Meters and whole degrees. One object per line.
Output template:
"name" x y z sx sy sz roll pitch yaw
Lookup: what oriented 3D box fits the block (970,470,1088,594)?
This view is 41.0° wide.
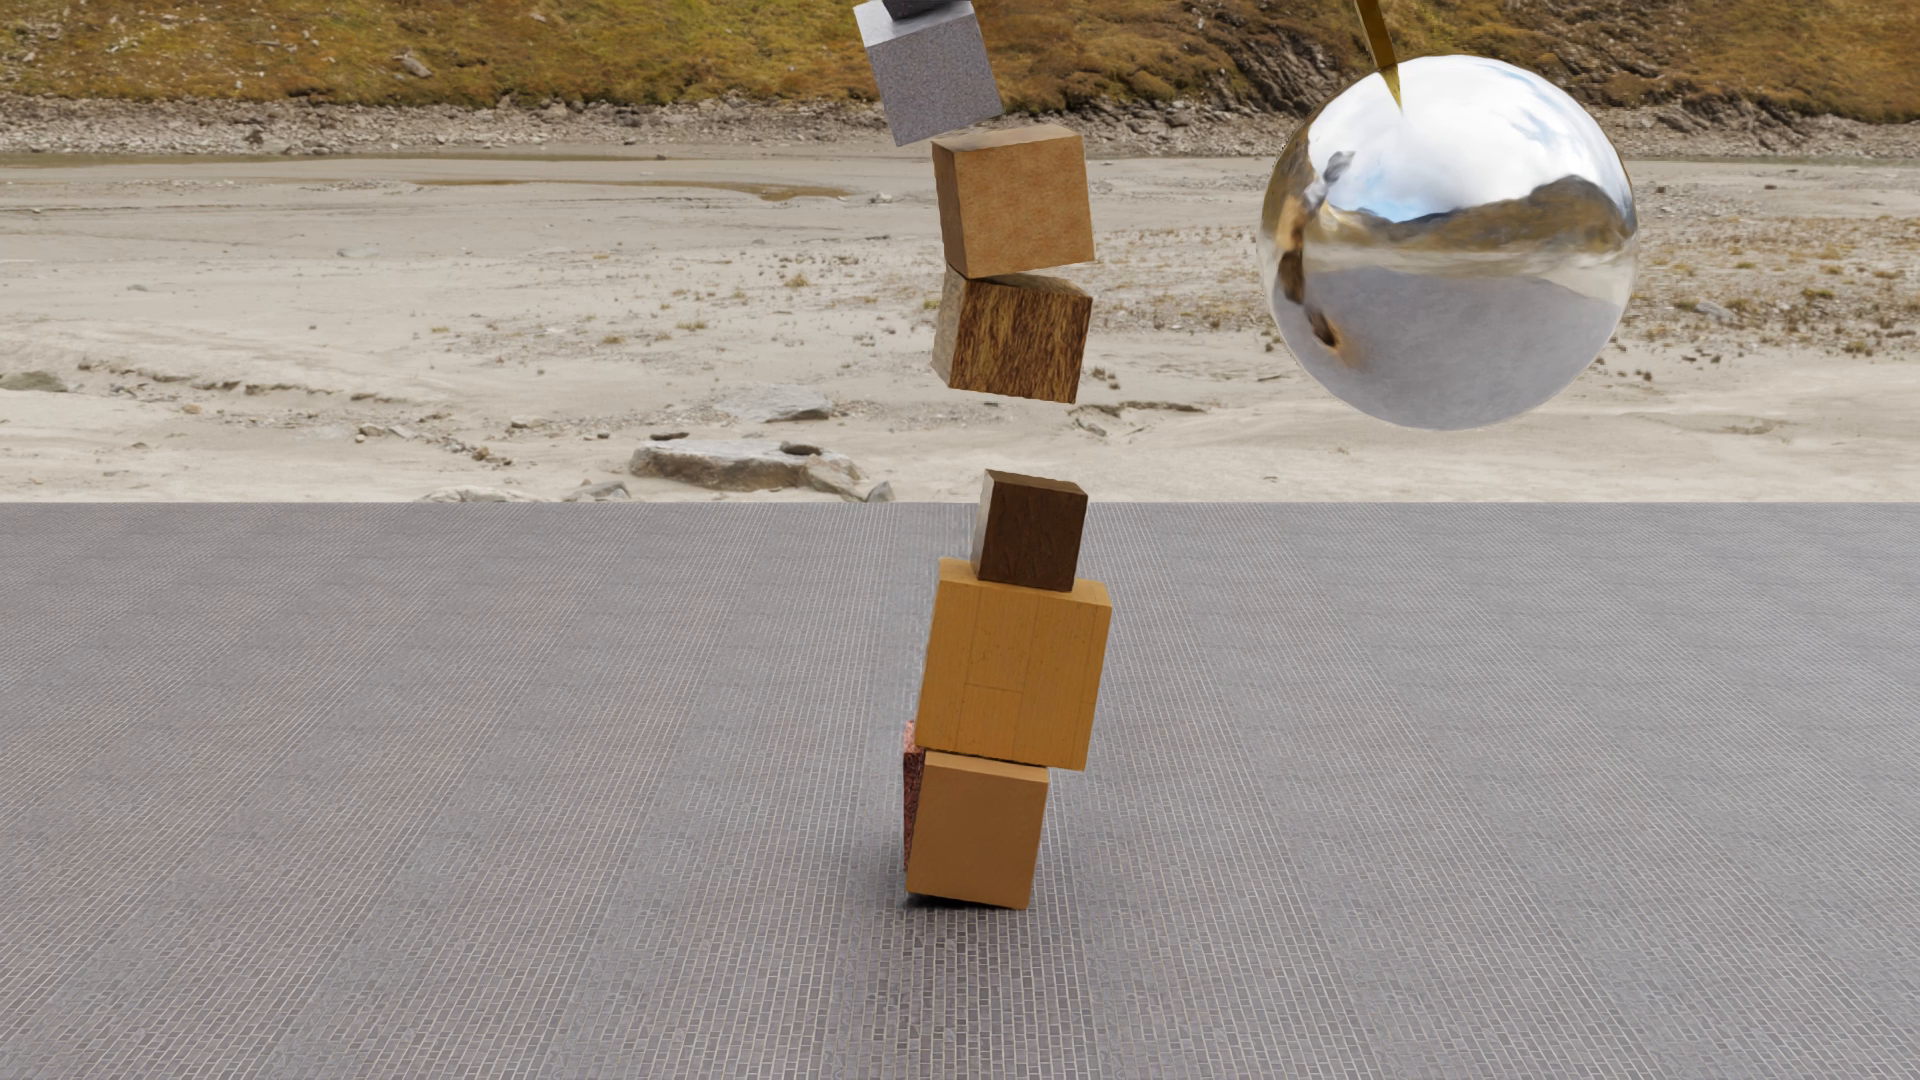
"block" 0.297 -0.042 11.260 0.413 0.435 0.418 9 8 -6

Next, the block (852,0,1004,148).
"block" -0.135 -2.022 10.802 0.471 0.466 0.471 -17 33 1

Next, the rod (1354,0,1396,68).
"rod" 0.899 -4.402 10.380 0.080 5.200 0.080 -20 10 4

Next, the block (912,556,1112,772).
"block" 0.223 0.536 11.302 0.745 0.729 0.667 9 8 -2

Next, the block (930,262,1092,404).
"block" 0.221 -0.917 11.336 0.564 0.473 0.527 7 13 -11

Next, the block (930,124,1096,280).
"block" 0.226 -1.488 11.205 0.557 0.542 0.588 -9 15 -8

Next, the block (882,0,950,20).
"block" -0.144 -2.436 10.607 0.360 0.324 0.409 -14 34 29

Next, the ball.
"ball" 2.074 -1.263 10.951 1.600 1.600 1.600 0 10 0

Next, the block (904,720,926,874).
"block" 0.024 1.158 11.651 0.547 0.555 0.580 0 10 0

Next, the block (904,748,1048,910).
"block" 0.072 1.213 11.101 0.529 0.566 0.502 9 10 -1
